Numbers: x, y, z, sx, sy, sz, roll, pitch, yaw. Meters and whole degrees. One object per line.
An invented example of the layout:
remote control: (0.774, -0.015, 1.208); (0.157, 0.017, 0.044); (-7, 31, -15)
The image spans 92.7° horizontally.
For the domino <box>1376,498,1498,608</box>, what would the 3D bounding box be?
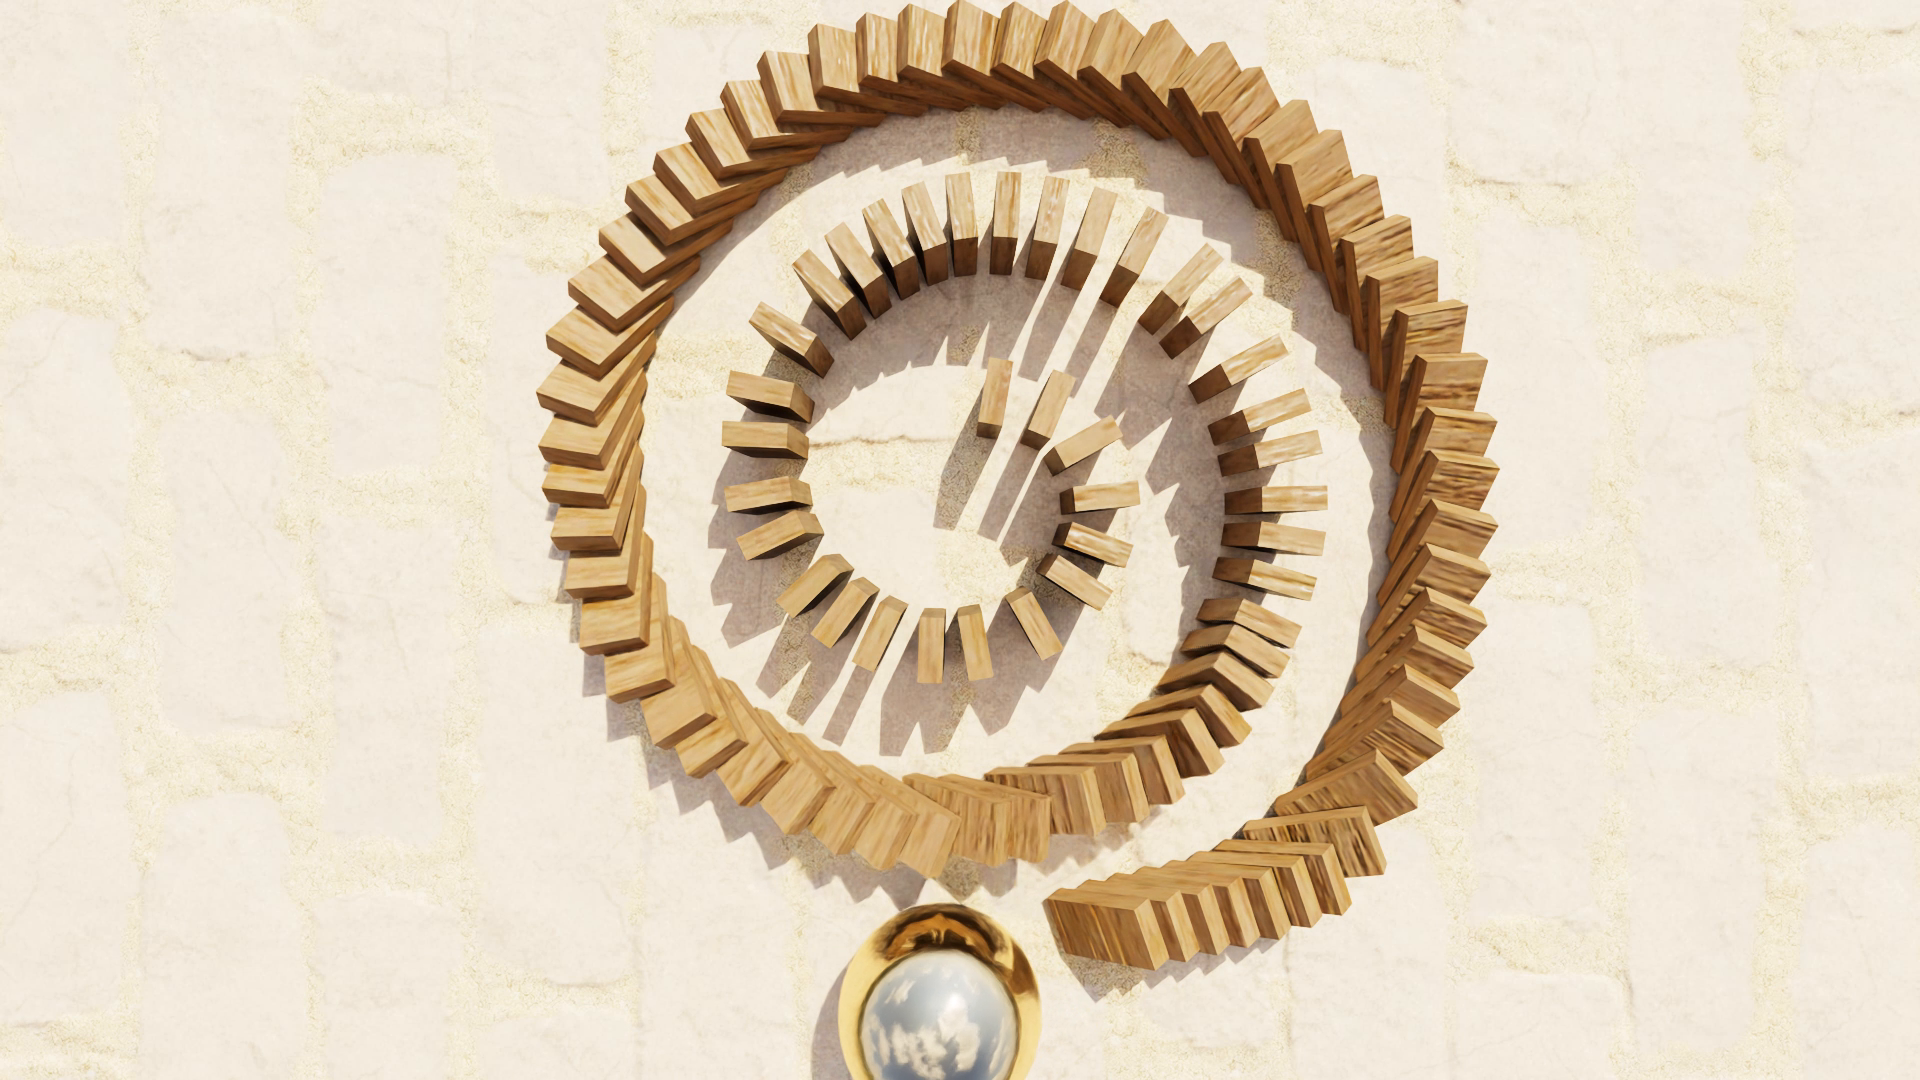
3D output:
domino: (0.198, 0.009, 0.383); (0.025, 0.009, 0.050); (15, 121, 0)

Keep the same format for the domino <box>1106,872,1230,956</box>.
domino: (0.084, 0.153, 0.378); (0.009, 0.050, 0.025); (-19, 91, -40)

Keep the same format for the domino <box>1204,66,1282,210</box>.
domino: (0.124, -0.167, 0.382); (0.025, 0.010, 0.050); (-46, 123, -1)

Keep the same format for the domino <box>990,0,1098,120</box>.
domino: (0.038, -0.199, 0.383); (0.050, 0.010, 0.025); (12, 90, -32)

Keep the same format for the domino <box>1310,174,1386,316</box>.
domino: (0.165, -0.123, 0.383); (0.025, 0.009, 0.050); (-29, 121, 0)

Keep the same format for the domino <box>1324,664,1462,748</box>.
domino: (0.179, 0.076, 0.381); (0.025, 0.010, 0.050); (29, 126, -2)

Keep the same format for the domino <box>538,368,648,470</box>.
domino: (-0.152, -0.053, 0.381); (0.025, 0.010, 0.050); (9, 54, 3)

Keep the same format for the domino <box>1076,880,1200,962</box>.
domino: (0.072, 0.156, 0.378); (0.009, 0.050, 0.025); (-19, 91, -40)

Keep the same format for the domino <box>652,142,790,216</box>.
domino: (-0.099, -0.155, 0.381); (0.025, 0.010, 0.050); (50, 53, 1)

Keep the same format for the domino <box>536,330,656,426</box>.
domino: (-0.150, -0.072, 0.381); (0.025, 0.009, 0.050); (19, 55, 2)

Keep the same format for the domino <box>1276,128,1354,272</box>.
domino: (0.152, -0.141, 0.382); (0.025, 0.009, 0.050); (-35, 122, -2)

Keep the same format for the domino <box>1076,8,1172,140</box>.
domino: (0.074, -0.193, 0.382); (0.050, 0.010, 0.025); (23, 88, -33)

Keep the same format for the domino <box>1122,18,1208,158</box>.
domino: (0.092, -0.187, 0.382); (0.050, 0.009, 0.025); (32, 88, -33)

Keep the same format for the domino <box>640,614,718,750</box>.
domino: (-0.121, 0.059, 0.382); (0.025, 0.010, 0.050); (-32, 59, 2)

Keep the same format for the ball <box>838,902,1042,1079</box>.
ball: (-0.008, 0.185, 0.360); (0.080, 0.080, 0.080); (0, 90, 0)

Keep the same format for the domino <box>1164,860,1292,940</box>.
domino: (0.108, 0.147, 0.378); (0.009, 0.050, 0.025); (-19, 90, -40)

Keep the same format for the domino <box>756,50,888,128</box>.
domino: (-0.057, -0.187, 0.381); (0.050, 0.009, 0.025); (-17, 88, -36)

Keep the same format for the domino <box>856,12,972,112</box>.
domino: (-0.019, -0.199, 0.382); (0.050, 0.009, 0.025); (-2, 90, -33)

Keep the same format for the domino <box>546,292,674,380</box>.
domino: (-0.145, -0.091, 0.382); (0.025, 0.009, 0.050); (31, 56, 1)

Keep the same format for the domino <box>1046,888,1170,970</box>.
domino: (0.060, 0.160, 0.378); (0.009, 0.050, 0.025); (-19, 90, -40)

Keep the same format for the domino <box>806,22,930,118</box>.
domino: (-0.038, -0.195, 0.382); (0.050, 0.010, 0.025); (-6, 90, -34)

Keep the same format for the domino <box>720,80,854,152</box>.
domino: (-0.071, -0.178, 0.381); (0.050, 0.010, 0.025); (-25, 90, -36)

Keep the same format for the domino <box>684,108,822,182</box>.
domino: (-0.085, -0.167, 0.381); (0.050, 0.010, 0.025); (-31, 90, -36)

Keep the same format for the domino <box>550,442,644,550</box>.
domino: (-0.150, -0.019, 0.381); (0.025, 0.009, 0.050); (-1, 54, 1)

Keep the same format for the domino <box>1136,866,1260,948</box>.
domino: (0.096, 0.150, 0.378); (0.010, 0.050, 0.025); (-18, 90, -40)

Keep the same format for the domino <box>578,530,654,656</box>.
domino: (-0.143, 0.022, 0.383); (0.025, 0.009, 0.050); (-10, 61, 3)

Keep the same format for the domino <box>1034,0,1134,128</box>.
domino: (0.056, -0.197, 0.382); (0.050, 0.009, 0.025); (19, 88, -33)

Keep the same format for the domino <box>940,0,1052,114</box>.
domino: (0.017, -0.201, 0.382); (0.050, 0.009, 0.025); (8, 88, -33)

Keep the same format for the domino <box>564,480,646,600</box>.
domino: (-0.148, -0.001, 0.384); (0.025, 0.010, 0.050); (-4, 61, 0)

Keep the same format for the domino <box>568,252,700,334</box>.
domino: (-0.135, -0.111, 0.383); (0.025, 0.009, 0.050); (38, 58, 0)

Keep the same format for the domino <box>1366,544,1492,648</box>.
domino: (0.194, 0.027, 0.383); (0.025, 0.010, 0.050); (18, 123, 0)

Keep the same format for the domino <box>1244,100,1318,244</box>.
domino: (0.140, -0.153, 0.383); (0.025, 0.010, 0.050); (-38, 122, 0)

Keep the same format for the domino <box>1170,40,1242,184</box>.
domino: (0.111, -0.177, 0.383); (0.025, 0.010, 0.050); (-48, 122, 0)

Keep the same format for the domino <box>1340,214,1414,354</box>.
domino: (0.176, -0.106, 0.383); (0.025, 0.010, 0.050); (-23, 121, 0)

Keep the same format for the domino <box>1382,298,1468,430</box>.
domino: (0.194, -0.073, 0.383); (0.025, 0.009, 0.050); (-10, 121, -3)

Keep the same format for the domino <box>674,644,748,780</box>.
domino: (-0.110, 0.071, 0.383); (0.025, 0.009, 0.050); (-36, 59, 0)

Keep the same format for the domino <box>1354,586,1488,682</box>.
domino: (0.191, 0.045, 0.381); (0.025, 0.010, 0.050); (23, 126, -1)

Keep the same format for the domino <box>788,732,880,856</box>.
domino: (-0.059, 0.105, 0.382); (0.050, 0.010, 0.025); (32, 93, 32)

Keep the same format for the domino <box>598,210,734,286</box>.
domino: (-0.122, -0.130, 0.384); (0.025, 0.010, 0.050); (44, 61, 0)

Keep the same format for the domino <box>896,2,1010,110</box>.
domino: (-0.002, -0.200, 0.382); (0.050, 0.010, 0.025); (2, 88, -33)

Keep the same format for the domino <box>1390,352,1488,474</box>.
domino: (0.199, -0.052, 0.383); (0.025, 0.010, 0.050); (-2, 120, -3)

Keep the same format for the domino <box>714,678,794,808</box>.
domino: (-0.093, 0.084, 0.383); (0.025, 0.010, 0.050); (-46, 58, 0)

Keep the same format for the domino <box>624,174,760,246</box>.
domino: (-0.110, -0.143, 0.381); (0.025, 0.009, 0.050); (46, 53, 1)

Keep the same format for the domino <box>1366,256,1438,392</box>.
domino: (0.185, -0.090, 0.383); (0.025, 0.009, 0.050); (-19, 121, -1)

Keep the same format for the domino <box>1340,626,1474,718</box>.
domino: (0.185, 0.061, 0.381); (0.025, 0.010, 0.050); (26, 126, -1)

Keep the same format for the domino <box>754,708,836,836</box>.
domino: (-0.077, 0.096, 0.382); (0.050, 0.010, 0.025); (38, 93, 32)

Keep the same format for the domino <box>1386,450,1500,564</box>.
domino: (0.200, -0.012, 0.382); (0.025, 0.010, 0.050); (8, 122, -1)

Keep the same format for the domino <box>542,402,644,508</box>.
domino: (-0.152, -0.037, 0.381); (0.025, 0.010, 0.050); (6, 54, 1)

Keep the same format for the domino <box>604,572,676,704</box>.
domino: (-0.135, 0.040, 0.383); (0.025, 0.010, 0.050); (-18, 60, 2)

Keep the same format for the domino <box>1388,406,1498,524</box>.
domino: (0.201, -0.030, 0.384); (0.025, 0.009, 0.050); (6, 119, 0)
